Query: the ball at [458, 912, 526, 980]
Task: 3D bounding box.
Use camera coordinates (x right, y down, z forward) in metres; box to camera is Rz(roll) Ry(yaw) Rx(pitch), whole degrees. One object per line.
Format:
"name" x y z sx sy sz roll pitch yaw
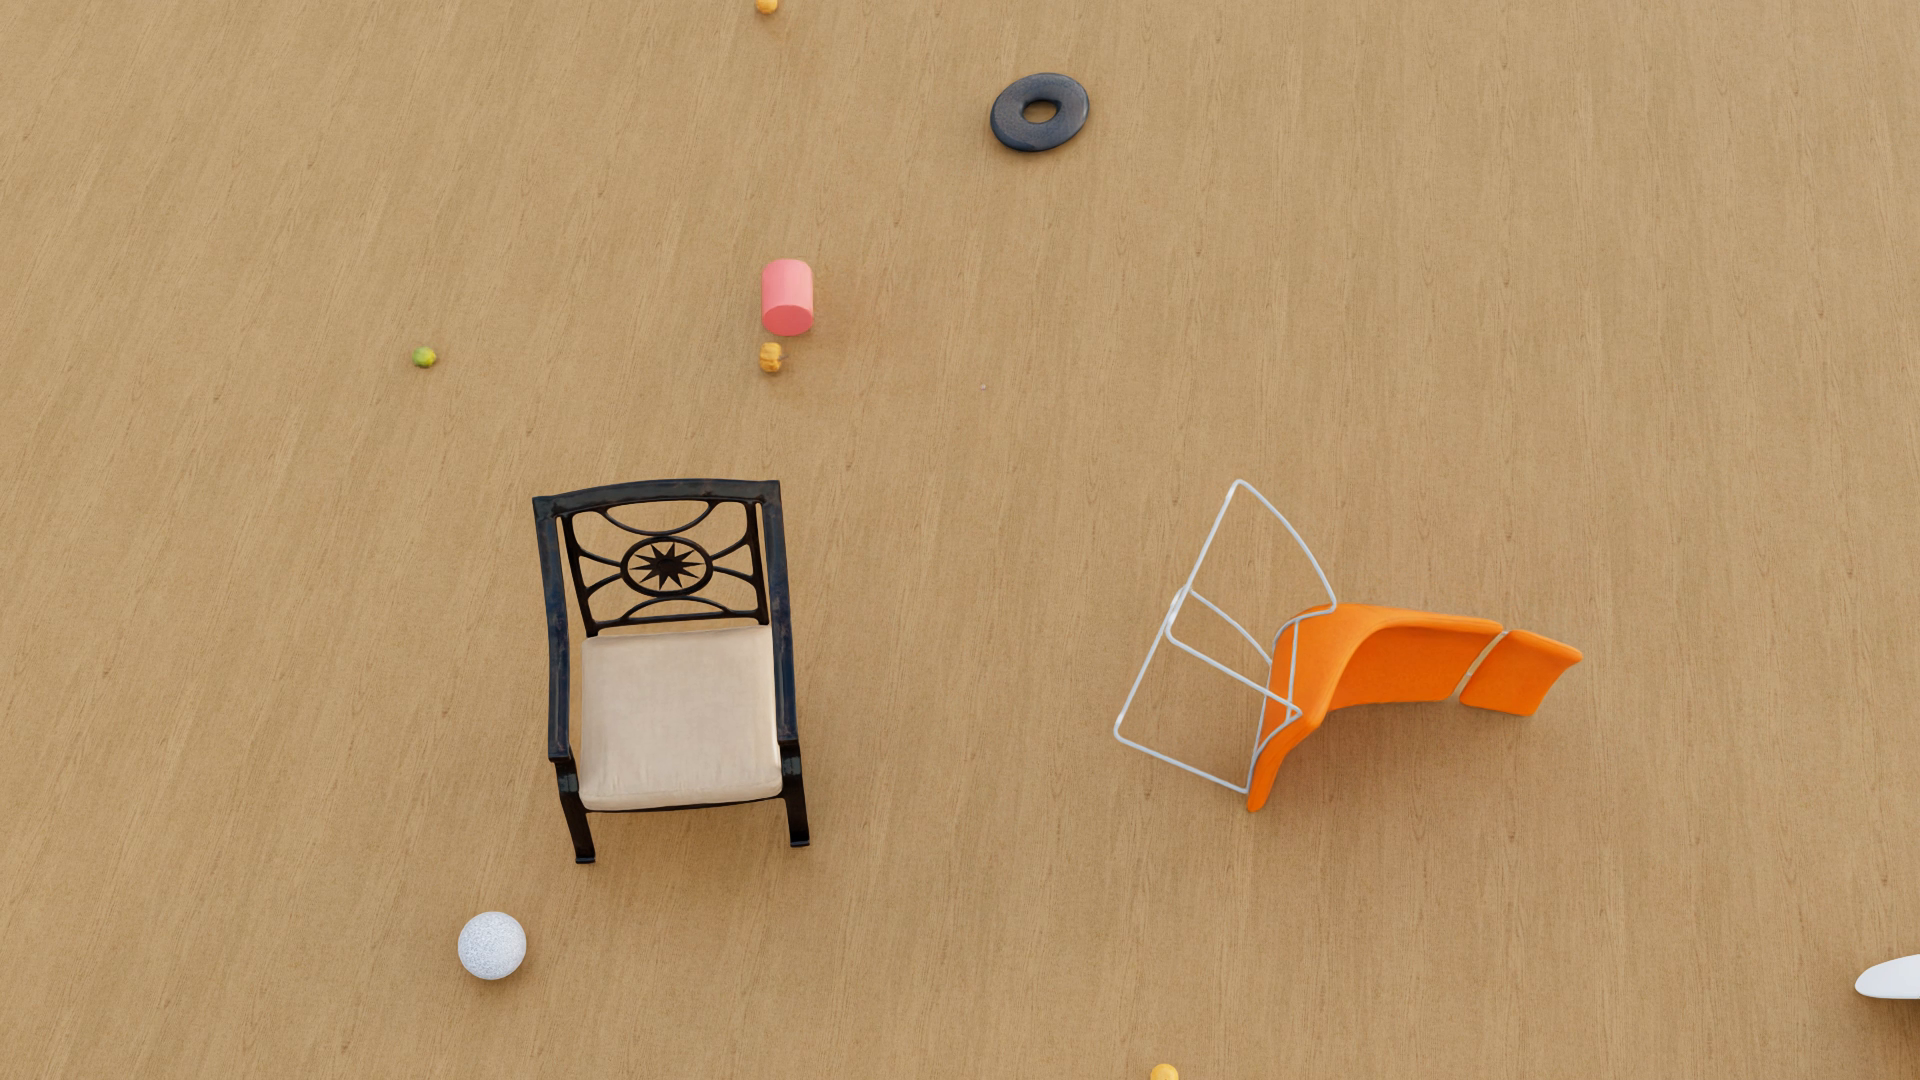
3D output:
"ball" -1.224 1.061 5.755 0.177 0.177 0.177 0 56 0

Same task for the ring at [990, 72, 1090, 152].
"ring" 0.273 -1.464 7.517 0.314 0.066 0.389 33 62 19

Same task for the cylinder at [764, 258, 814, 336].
"cylinder" -0.547 -0.773 7.002 0.158 0.152 0.190 -5 56 2
